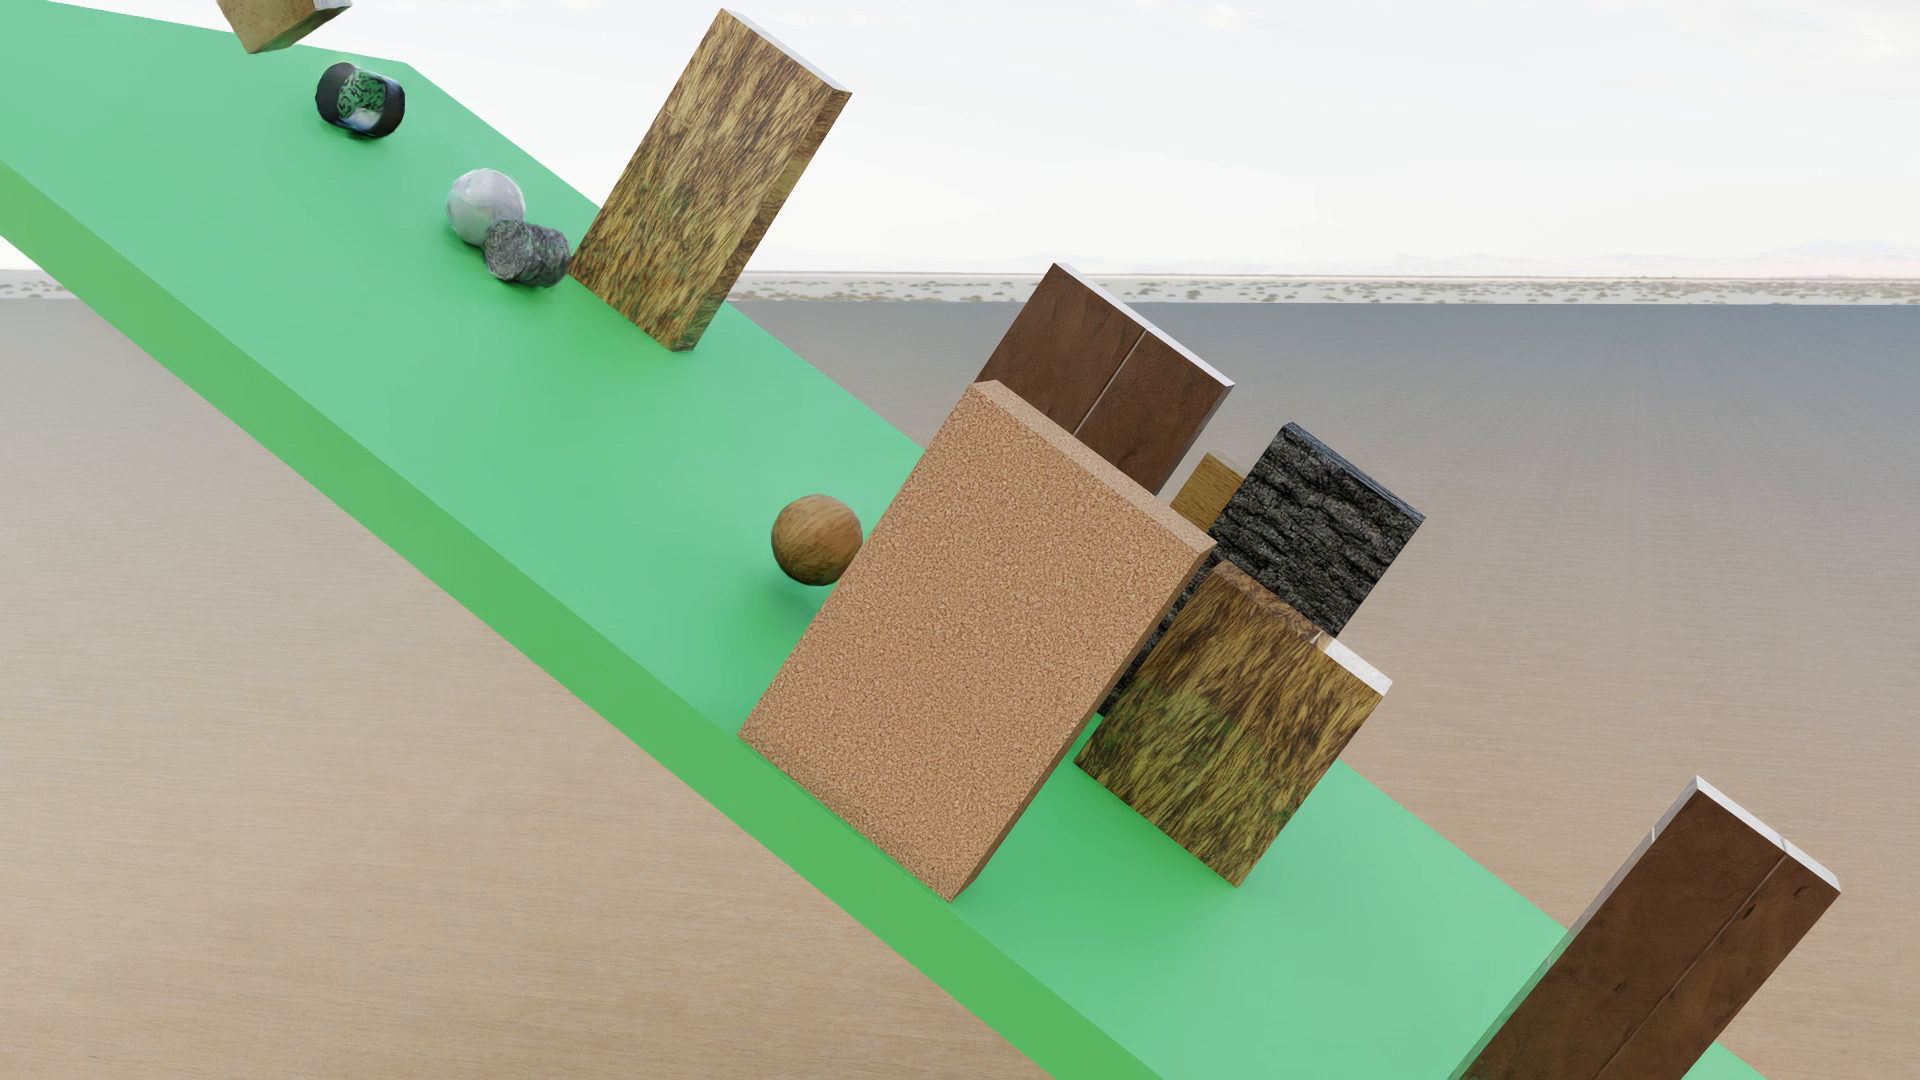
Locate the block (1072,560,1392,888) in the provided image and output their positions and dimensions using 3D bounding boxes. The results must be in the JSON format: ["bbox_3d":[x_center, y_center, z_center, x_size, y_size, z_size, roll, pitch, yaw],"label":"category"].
[{"bbox_3d":[0.474,0.317,3.834,0.358,0.426,0.143,37,16,10],"label":"block"}]

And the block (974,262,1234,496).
[{"bbox_3d":[0.100,-0.058,3.630,0.343,0.727,0.084,37,16,10],"label":"block"}]

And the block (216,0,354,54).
[{"bbox_3d":[-1.247,-1.003,4.019,0.159,0.159,0.159,-28,11,15],"label":"block"}]

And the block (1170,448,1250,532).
[{"bbox_3d":[0.564,0.105,4.634,0.395,0.441,0.102,37,16,10],"label":"block"}]

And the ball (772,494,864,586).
[{"bbox_3d":[-0.241,0.001,3.722,0.156,0.156,0.156,0,7,0],"label":"ball"}]

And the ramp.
[{"bbox_3d":[-0.099,0.174,4.086,4.000,0.100,2.000,37,16,10],"label":"ramp"}]

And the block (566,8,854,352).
[{"bbox_3d":[-0.526,-0.741,4.565,0.296,0.643,0.110,37,16,10],"label":"block"}]

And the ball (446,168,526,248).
[{"bbox_3d":[-0.946,-0.662,4.383,0.155,0.155,0.155,0,7,0],"label":"ball"}]

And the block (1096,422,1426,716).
[{"bbox_3d":[0.549,0.134,4.121,0.304,0.649,0.116,37,16,10],"label":"block"}]

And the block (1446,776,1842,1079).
[{"bbox_3d":[0.988,0.694,3.280,0.242,0.676,0.092,37,16,10],"label":"block"}]

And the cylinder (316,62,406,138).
[{"bbox_3d":[-1.247,-0.915,4.578,0.128,0.128,0.128,4,-2,30],"label":"cylinder"}]

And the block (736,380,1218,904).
[{"bbox_3d":[0.018,0.141,3.077,0.386,0.612,0.129,37,16,10],"label":"block"}]
